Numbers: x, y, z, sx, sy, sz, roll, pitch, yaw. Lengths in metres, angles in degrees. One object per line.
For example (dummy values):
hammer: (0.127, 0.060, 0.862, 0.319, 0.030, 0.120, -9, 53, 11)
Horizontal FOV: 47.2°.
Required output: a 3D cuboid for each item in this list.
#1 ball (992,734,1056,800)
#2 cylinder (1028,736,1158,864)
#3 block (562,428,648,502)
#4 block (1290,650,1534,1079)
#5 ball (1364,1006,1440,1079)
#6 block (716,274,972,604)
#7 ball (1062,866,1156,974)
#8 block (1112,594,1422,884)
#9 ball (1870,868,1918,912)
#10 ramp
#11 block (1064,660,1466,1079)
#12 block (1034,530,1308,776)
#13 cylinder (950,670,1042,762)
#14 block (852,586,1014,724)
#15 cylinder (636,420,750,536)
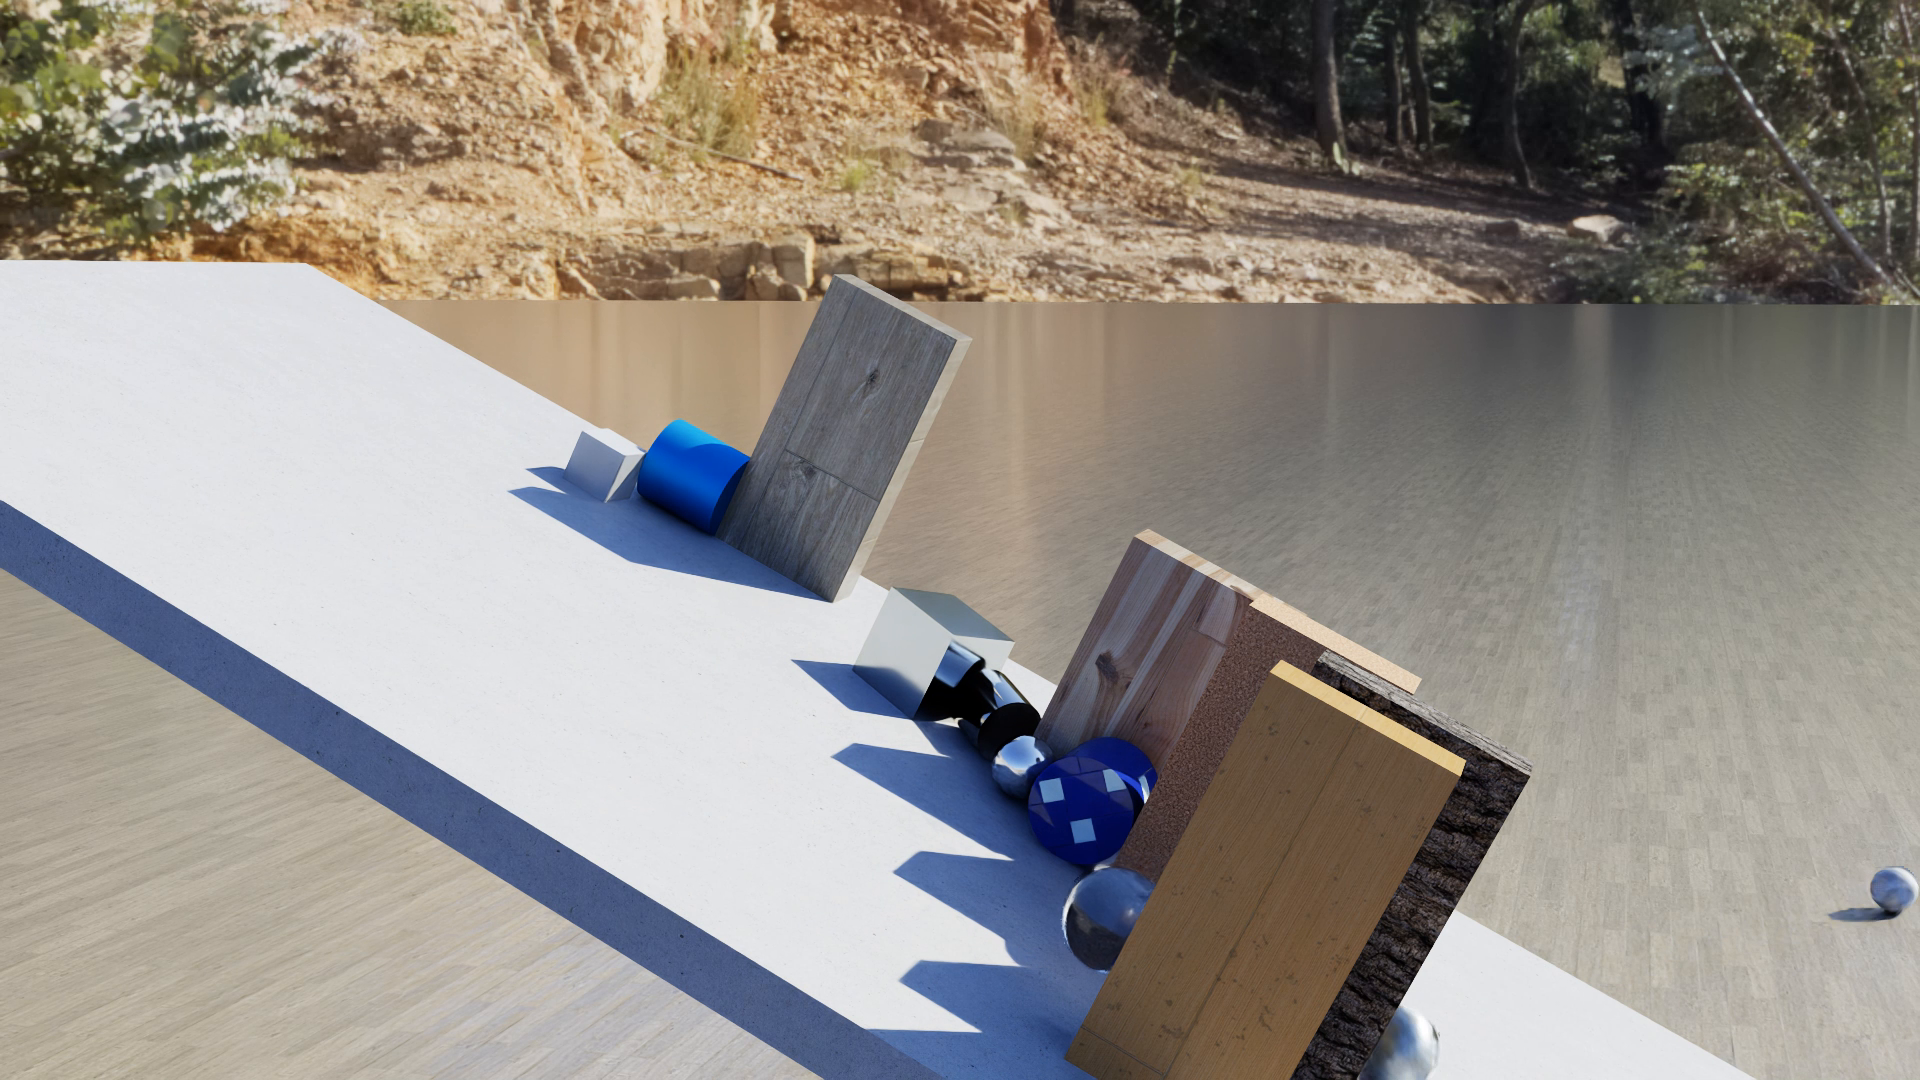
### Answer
ball: (0.123, 0.438, 4.236, 0.126, 0.126, 0.126, 0, 7, 0)
cylinder: (0.254, 0.487, 4.132, 0.201, 0.201, 0.201, 2, 6, 19)
block: (-0.782, -0.166, 4.858, 0.116, 0.116, 0.116, 30, 14, 15)
block: (0.606, 0.554, 3.582, 0.372, 0.643, 0.108, 29, 14, 12)
ball: (0.750, 0.866, 3.756, 0.138, 0.138, 0.138, 0, 7, 0)
block: (-0.261, -0.225, 4.880, 0.314, 0.652, 0.114, 29, 14, 12)
ball: (0.258, 0.632, 3.652, 0.178, 0.178, 0.178, 0, 7, 0)
block: (0.536, 0.444, 3.951, 0.319, 0.602, 0.149, 29, 14, 12)
ball: (2.719, 1.017, 6.399, 0.129, 0.129, 0.129, 0, 7, 0)
ramp: (-0.244, 0.409, 4.159, 4.000, 0.100, 2.000, 29, 14, 12)
block: (0.443, 0.549, 3.239, 0.301, 0.676, 0.105, 29, 14, 12)
block: (0.383, 0.310, 4.274, 0.351, 0.553, 0.127, 29, 14, 12)
cylinder: (0.072, 0.355, 4.419, 0.141, 0.141, 0.141, -3, 26, -24)
block: (-0.055, 0.238, 4.505, 0.197, 0.197, 0.197, 36, 17, 37)
cylinder: (-0.590, -0.140, 4.945, 0.195, 0.195, 0.195, 29, 14, 12)
